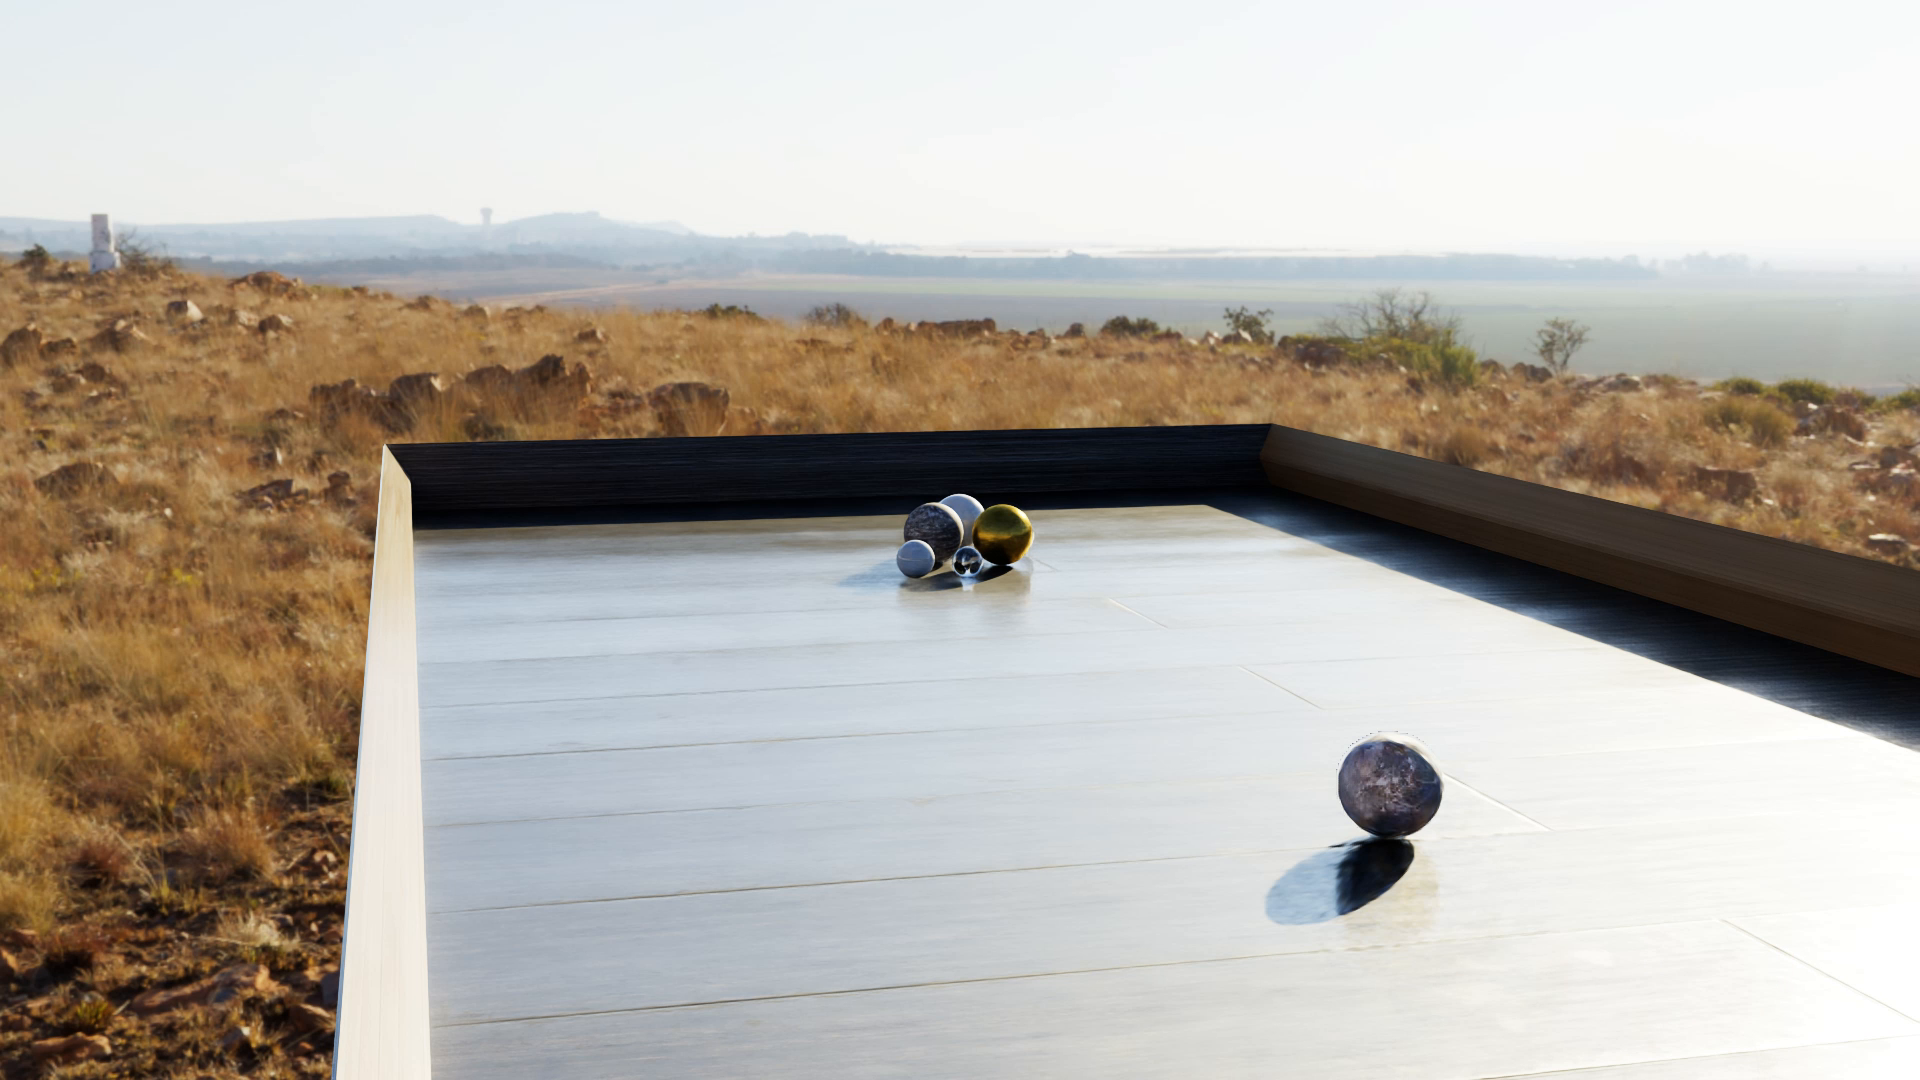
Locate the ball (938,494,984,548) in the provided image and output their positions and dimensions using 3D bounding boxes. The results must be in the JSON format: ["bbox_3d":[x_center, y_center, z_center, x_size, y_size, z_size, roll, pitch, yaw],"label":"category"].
[{"bbox_3d":[-0.001,-0.030,3.580,0.090,0.090,0.090,0,8,0],"label":"ball"}]

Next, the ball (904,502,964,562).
[{"bbox_3d":[-0.041,-0.011,3.438,0.094,0.094,0.094,0,8,0],"label":"ball"}]

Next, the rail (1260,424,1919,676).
[{"bbox_3d":[1.037,0.065,2.794,0.045,0.123,3.483,-2,8,-14],"label":"rail"}]

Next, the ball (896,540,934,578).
[{"bbox_3d":[-0.066,0.029,3.285,0.058,0.058,0.058,0,8,0],"label":"ball"}]

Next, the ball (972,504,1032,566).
[{"bbox_3d":[0.066,-0.008,3.410,0.094,0.094,0.094,0,8,0],"label":"ball"}]

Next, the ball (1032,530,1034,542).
[{"bbox_3d":[0.090,-0.007,3.530,0.058,0.058,0.058,0,8,0],"label":"ball"}]

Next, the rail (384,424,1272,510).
[{"bbox_3d":[-0.206,-0.142,4.238,1.747,0.123,0.045,-2,8,-14],"label":"rail"}]

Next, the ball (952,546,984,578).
[{"bbox_3d":[0.011,0.033,3.291,0.047,0.047,0.047,0,8,0],"label":"ball"}]

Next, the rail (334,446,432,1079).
[{"bbox_3d":[-0.612,0.124,2.384,0.045,0.123,3.483,-2,8,-14],"label":"rail"}]

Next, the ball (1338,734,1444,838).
[{"bbox_3d":[0.371,0.212,1.893,0.090,0.090,0.090,0,8,0],"label":"ball"}]
